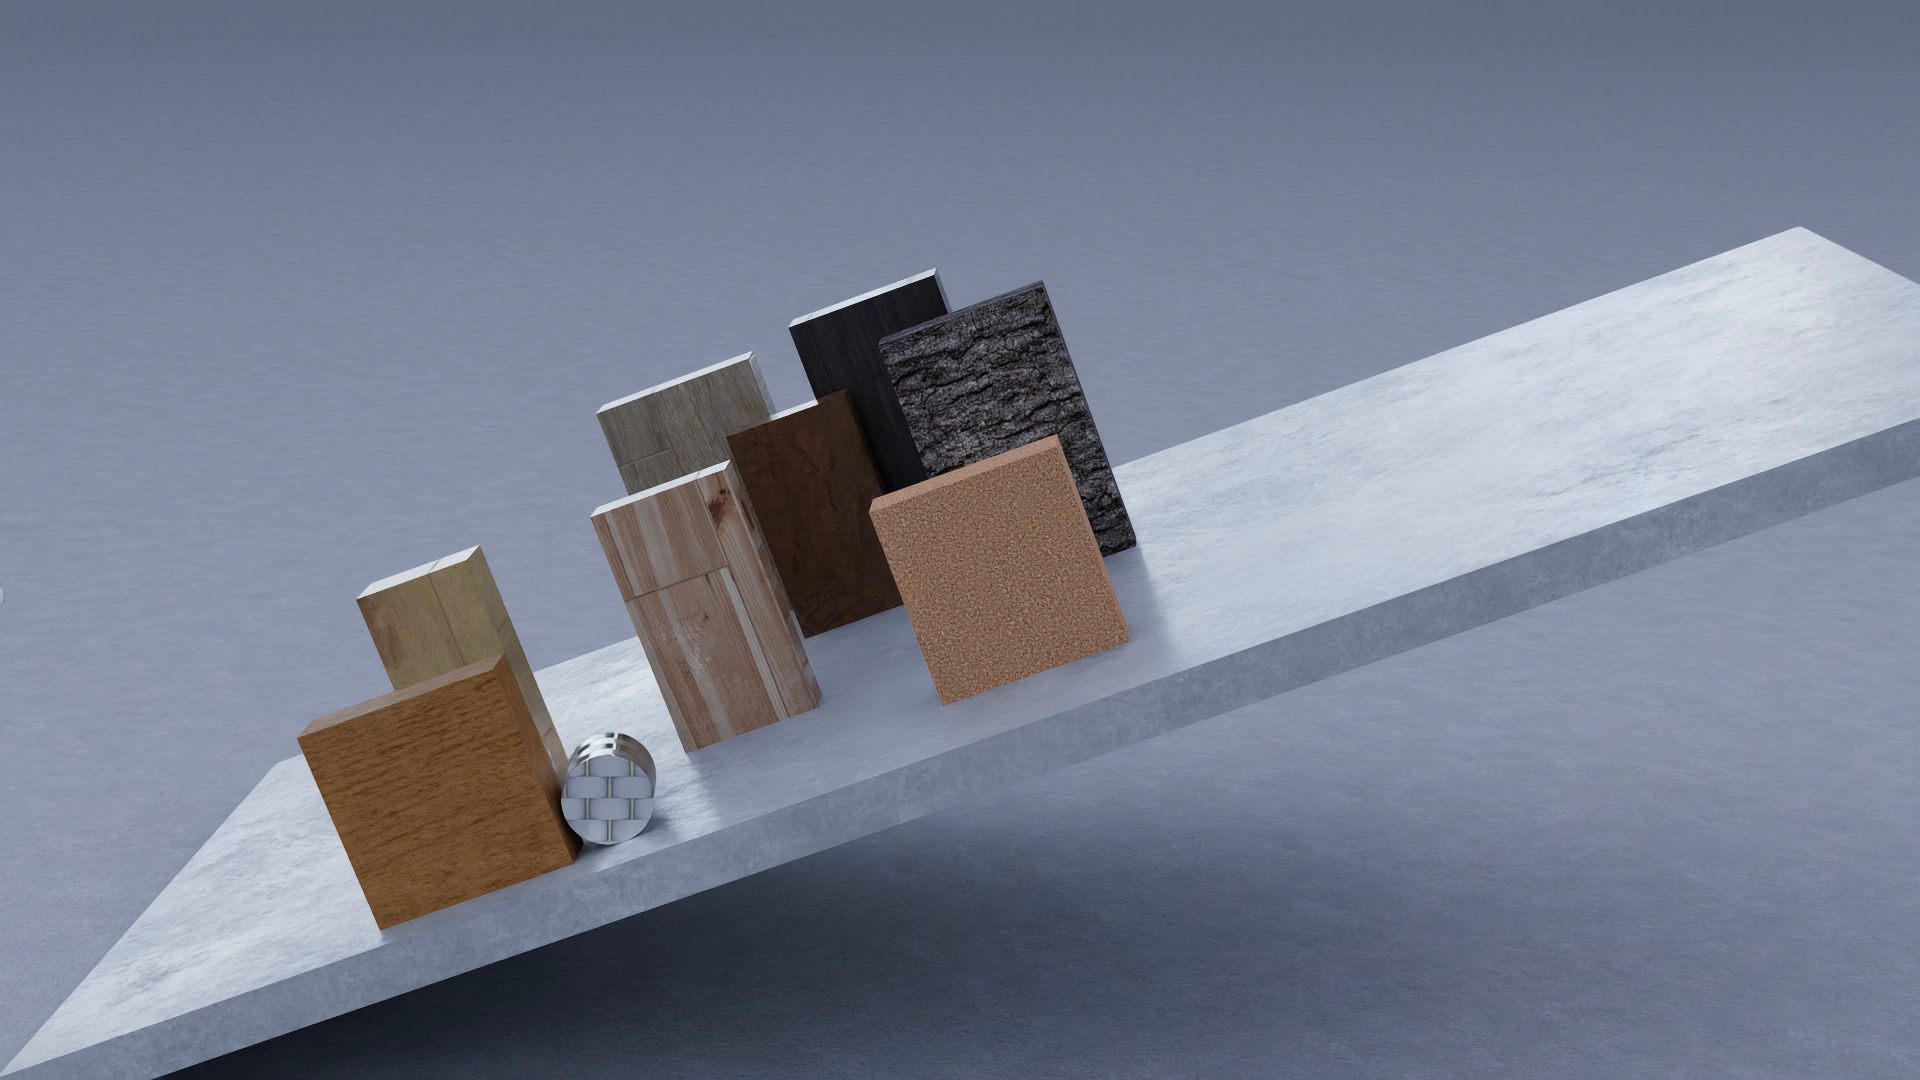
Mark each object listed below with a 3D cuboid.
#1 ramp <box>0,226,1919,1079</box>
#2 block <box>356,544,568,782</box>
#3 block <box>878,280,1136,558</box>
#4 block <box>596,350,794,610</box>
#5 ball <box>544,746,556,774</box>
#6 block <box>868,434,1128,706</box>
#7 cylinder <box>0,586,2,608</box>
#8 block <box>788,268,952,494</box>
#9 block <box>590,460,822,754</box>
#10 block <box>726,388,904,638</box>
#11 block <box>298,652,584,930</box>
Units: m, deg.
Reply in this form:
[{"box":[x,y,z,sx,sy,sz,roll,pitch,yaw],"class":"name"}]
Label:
[{"box":[0.115,0.177,6.297,4.000,0.100,2.000,-19,11,6],"class":"ramp"},{"box":[-1.031,0.305,6.139,0.247,0.521,0.137,-19,11,6],"class":"block"},{"box":[0.105,-0.212,6.351,0.371,0.599,0.103,-19,11,6],"class":"block"},{"box":[-0.569,-0.098,7.002,0.384,0.600,0.115,-19,11,6],"class":"block"},{"box":[-0.909,0.481,5.980,0.176,0.176,0.176,0,13,0],"class":"ball"},{"box":[0.077,0.058,5.641,0.377,0.403,0.123,-19,11,6],"class":"block"},{"box":[-3.116,0.180,9.353,0.111,0.111,0.111,-1,13,-4],"class":"cylinder"},{"box":[-0.105,-0.244,6.713,0.349,0.662,0.119,-19,11,6],"class":"block"},{"box":[-0.514,0.137,5.996,0.292,0.527,0.093,-19,11,6],"class":"block"},{"box":[-0.301,-0.059,6.622,0.284,0.493,0.085,-19,11,6],"class":"block"},{"box":[-0.978,0.475,5.554,0.396,0.402,0.121,-19,11,6],"class":"block"}]
